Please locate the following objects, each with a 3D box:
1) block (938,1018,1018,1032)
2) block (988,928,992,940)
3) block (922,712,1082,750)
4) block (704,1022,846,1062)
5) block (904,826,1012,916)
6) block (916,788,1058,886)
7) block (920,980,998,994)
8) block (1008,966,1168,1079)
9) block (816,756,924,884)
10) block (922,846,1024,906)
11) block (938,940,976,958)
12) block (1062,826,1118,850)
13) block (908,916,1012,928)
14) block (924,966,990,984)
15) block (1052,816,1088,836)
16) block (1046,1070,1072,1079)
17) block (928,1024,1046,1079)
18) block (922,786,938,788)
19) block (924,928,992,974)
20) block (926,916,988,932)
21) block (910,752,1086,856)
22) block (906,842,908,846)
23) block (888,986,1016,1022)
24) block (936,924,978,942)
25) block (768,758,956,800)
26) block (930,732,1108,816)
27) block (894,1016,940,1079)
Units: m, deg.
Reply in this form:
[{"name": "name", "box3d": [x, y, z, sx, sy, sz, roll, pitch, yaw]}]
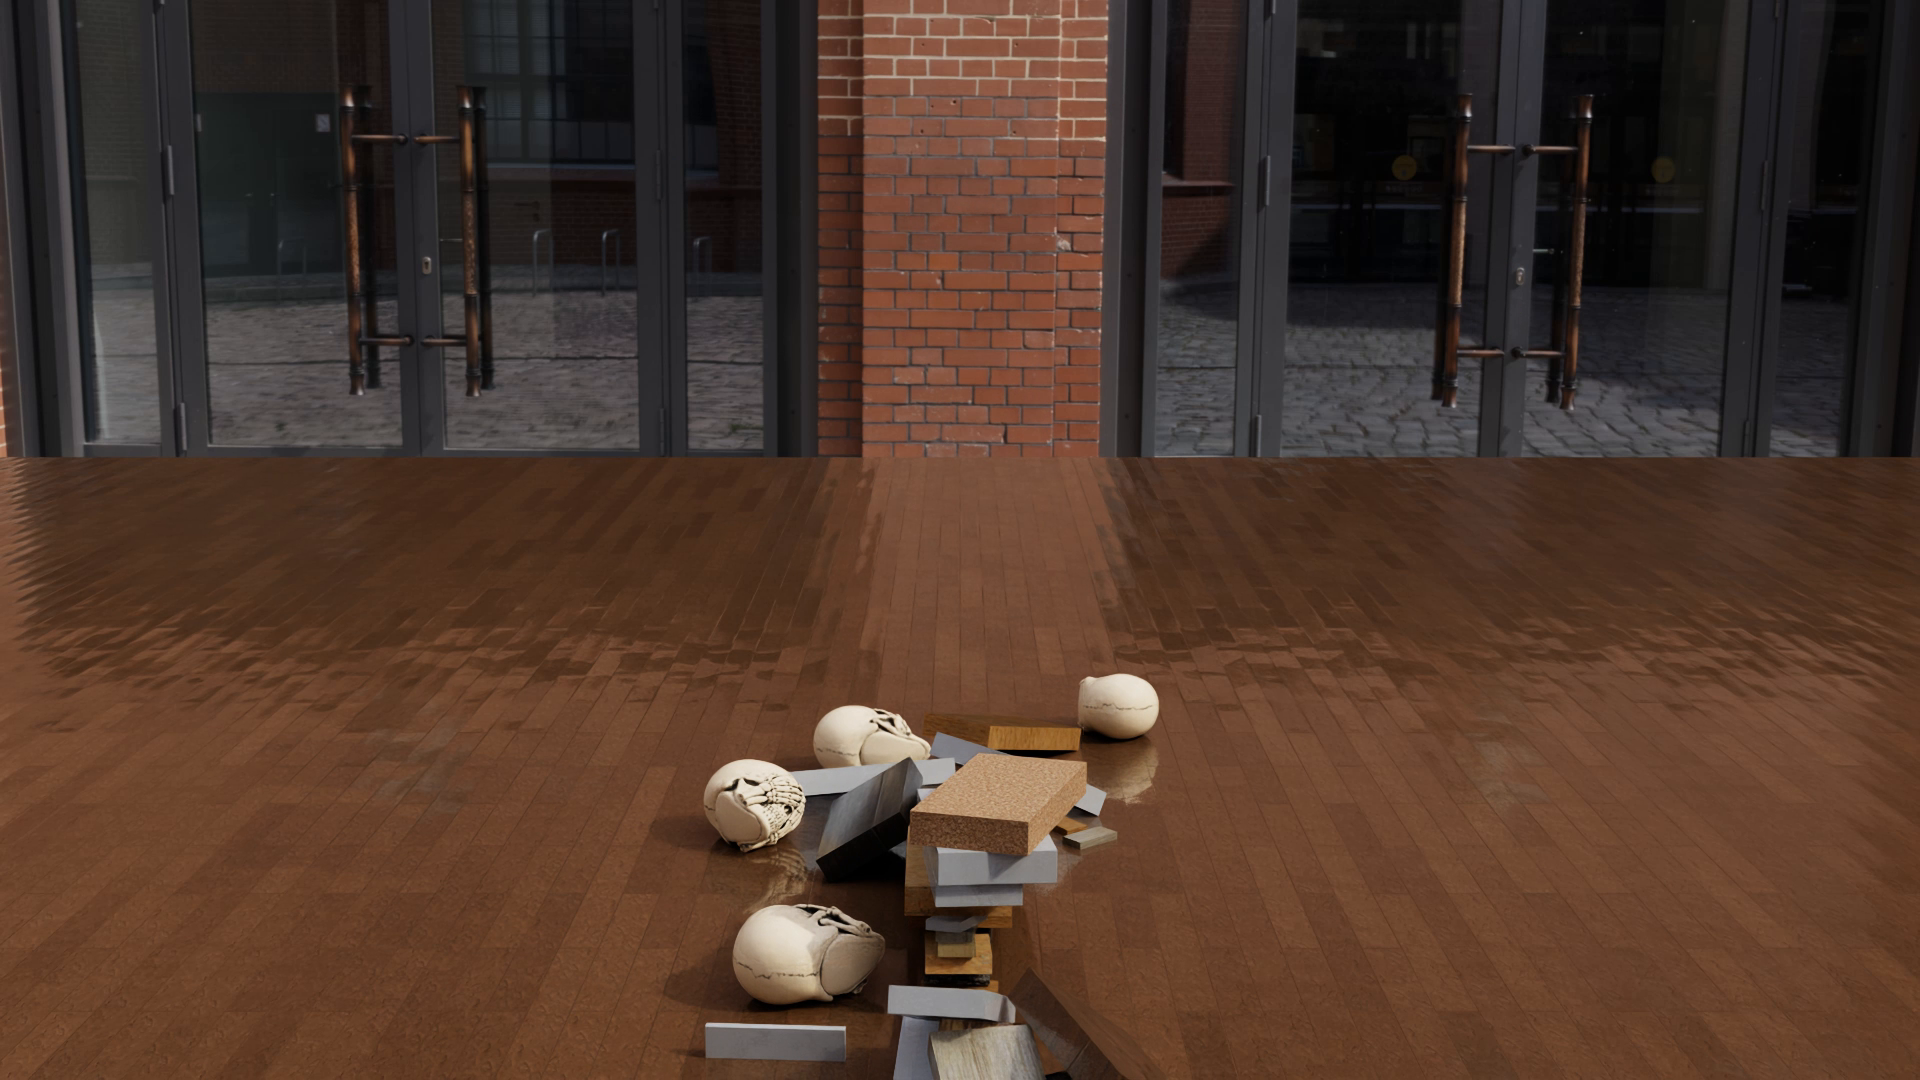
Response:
[{"name": "block", "box3d": [0.028, 0.696, 2.752, 0.113, 0.032, 0.225, 4, 33, -3]}, {"name": "block", "box3d": [0.002, 0.598, 3.433, 0.095, 0.027, 0.191, 0, -3, 2]}, {"name": "block", "box3d": [0.087, 0.387, 4.437, 0.161, 0.046, 0.322, 8, 0, 37]}, {"name": "block", "box3d": [-0.253, 0.688, 3.014, 0.192, 0.046, 0.013, 1, 11, 4]}, {"name": "block", "box3d": [-0.004, 0.499, 3.332, 0.154, 0.044, 0.309, 1, 9, -1]}, {"name": "block", "box3d": [0.035, 0.432, 3.237, 0.167, 0.047, 0.335, 0, 9, -6]}, {"name": "block", "box3d": [-0.007, 0.699, 2.996, 0.113, 0.032, 0.443, 0, 11, 2]}, {"name": "block", "box3d": [0.189, 0.655, 2.733, 0.172, 0.049, 0.345, 37, -1, -19]}, {"name": "block", "box3d": [-0.156, 0.488, 3.868, 0.167, 0.047, 0.335, -31, 8, 7]}, {"name": "block", "box3d": [0.016, 0.478, 3.209, 0.123, 0.035, 0.247, 0, 9, -5]}, {"name": "block", "box3d": [-0.005, 0.582, 3.172, 0.054, 0.015, 0.107, 0, 2, -1]}, {"name": "block", "box3d": [0.233, 0.533, 3.939, 0.092, 0.013, 0.046, -9, 14, -40]}, {"name": "block", "box3d": [0.001, 0.562, 3.425, 0.154, 0.044, 0.309, 0, -3, 0]}, {"name": "block", "box3d": [-0.003, 0.627, 3.278, 0.095, 0.027, 0.191, 0, 2, 1]}, {"name": "block", "box3d": [0.187, 0.520, 4.012, 0.046, 0.013, 0.092, -7, 13, -33]}, {"name": "block", "box3d": [0.195, 0.735, 2.791, 0.123, 0.035, 0.247, -6, 12, -30]}, {"name": "block", "box3d": [0.048, 0.704, 2.680, 0.131, 0.037, 0.261, -2, 34, -12]}, {"name": "block", "box3d": [0.030, 0.453, 3.781, 0.167, 0.047, 0.687, -1, -5, -5]}, {"name": "block", "box3d": [-0.004, 0.602, 3.226, 0.095, 0.027, 0.191, 0, 2, -1]}, {"name": "block", "box3d": [-0.004, 0.551, 3.196, 0.054, 0.015, 0.107, 1, 2, 22]}, {"name": "block", "box3d": [0.062, 0.385, 3.233, 0.172, 0.049, 0.345, 3, 9, 17]}, {"name": "block", "box3d": [-0.011, 0.528, 3.626, 0.154, 0.044, 0.309, 0, -3, -1]}, {"name": "block", "box3d": [-0.008, 0.606, 2.860, 0.123, 0.035, 0.247, 1, -14, 11]}, {"name": "block", "box3d": [-0.004, 0.566, 3.201, 0.054, 0.015, 0.107, 1, 2, 5]}, {"name": "block", "box3d": [-0.185, 0.452, 4.154, 0.322, 0.046, 0.161, -3, -8, -17]}, {"name": "block", "box3d": [0.107, 0.440, 4.156, 0.161, 0.046, 0.322, 28, -11, -40]}, {"name": "block", "box3d": [-0.025, 0.683, 2.907, 0.113, 0.032, 0.225, 0, 11, 2]}]
